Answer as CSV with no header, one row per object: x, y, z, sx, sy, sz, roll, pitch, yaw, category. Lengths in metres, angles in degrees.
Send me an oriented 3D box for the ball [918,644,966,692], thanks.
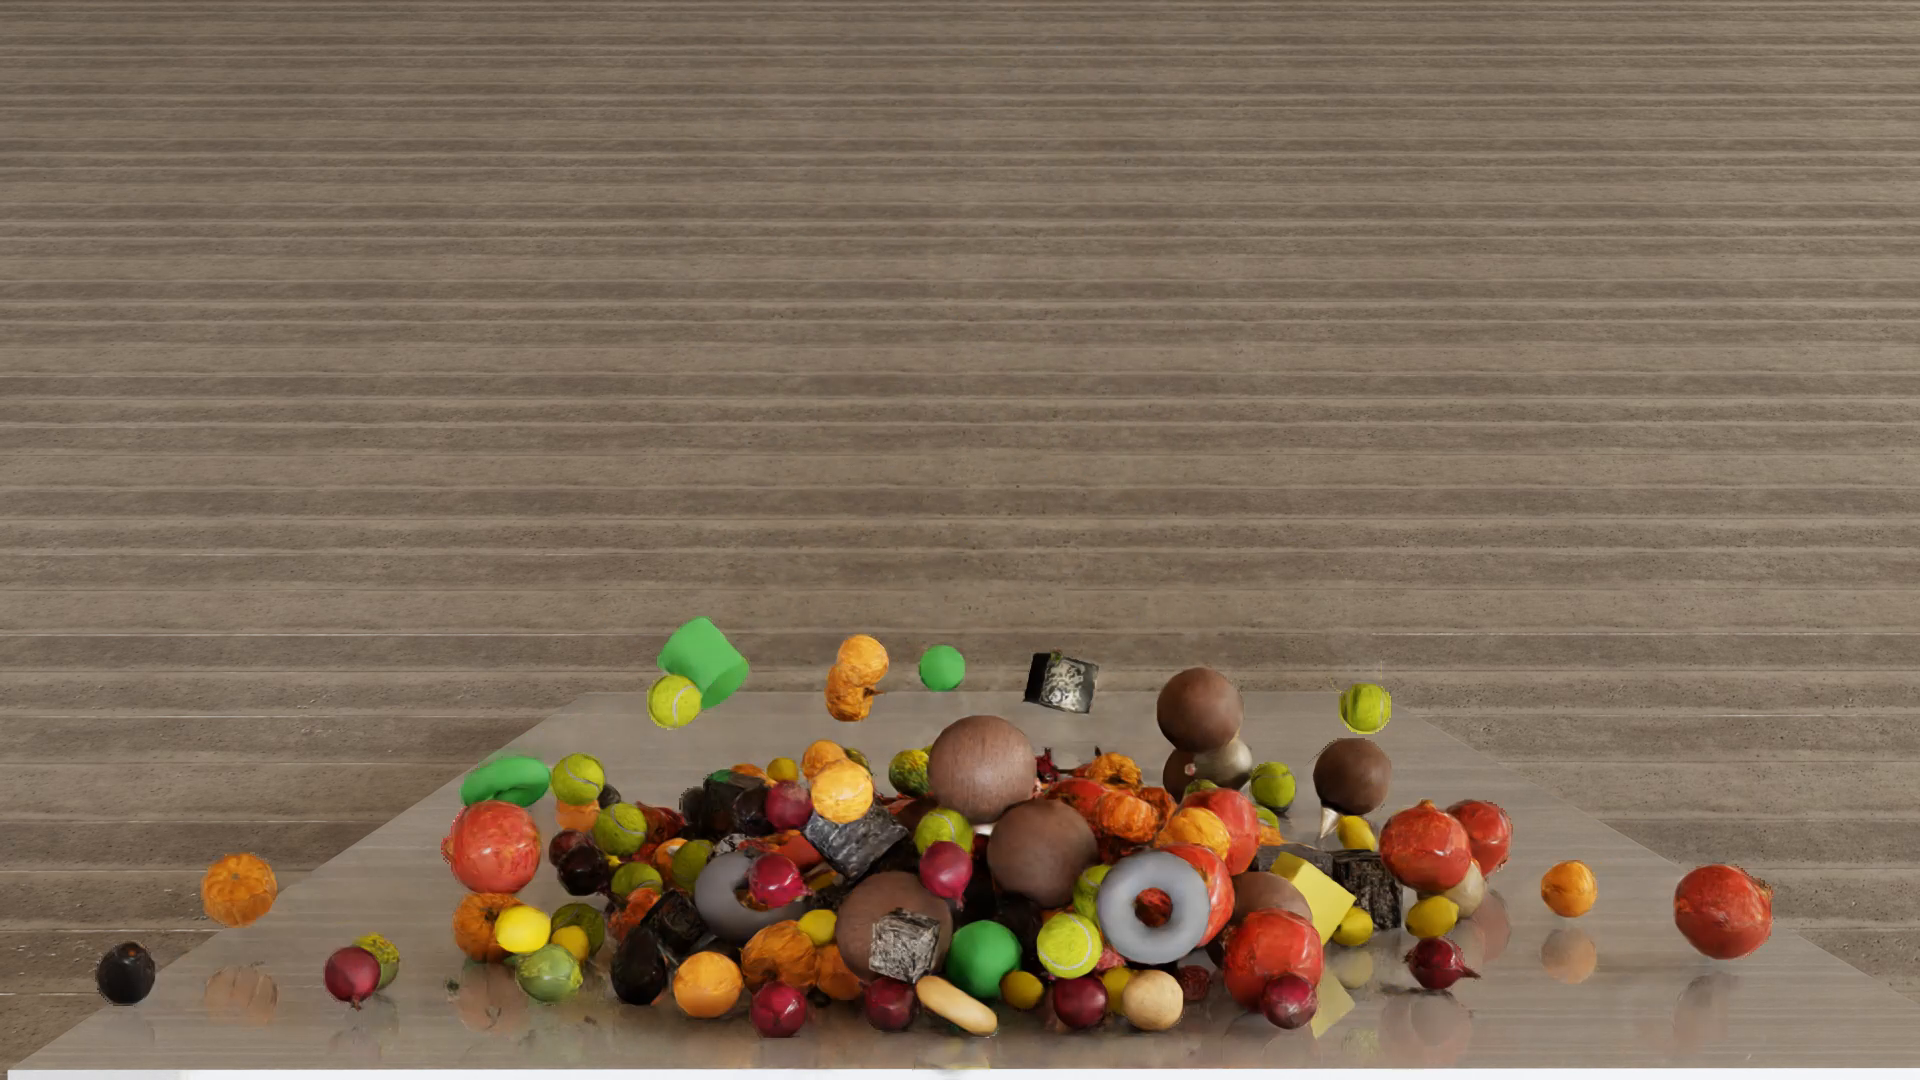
-0.024,0.172,3.453,0.063,0.063,0.063,0,24,0,ball

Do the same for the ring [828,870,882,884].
-0.147,0.474,3.615,0.077,0.026,0.077,1,1,0,ring

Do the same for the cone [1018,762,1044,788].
0.079,0.394,3.756,0.100,0.100,0.100,-3,40,-6,cone

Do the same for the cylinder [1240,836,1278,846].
0.426,0.455,3.677,0.057,0.057,0.057,13,7,27,cylinder

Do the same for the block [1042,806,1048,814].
0.093,0.394,3.568,0.051,0.051,0.051,1,-10,10,block

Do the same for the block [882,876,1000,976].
-0.018,0.452,2.999,0.094,0.094,0.094,-13,-4,31,block

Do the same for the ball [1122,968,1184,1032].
0.203,0.485,2.712,0.066,0.066,0.066,0,24,0,ball

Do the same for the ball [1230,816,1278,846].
0.435,0.445,3.807,0.070,0.070,0.070,0,24,0,ball

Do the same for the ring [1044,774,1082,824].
0.156,0.412,3.886,0.040,0.121,0.121,1,24,-11,ring

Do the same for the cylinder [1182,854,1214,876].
0.313,0.456,3.479,0.052,0.052,0.052,3,64,-6,cylinder

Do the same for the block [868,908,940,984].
-0.058,0.427,2.714,0.053,0.053,0.053,15,18,24,block

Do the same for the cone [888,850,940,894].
-0.076,0.472,3.528,0.075,0.075,0.075,11,59,-19,cone

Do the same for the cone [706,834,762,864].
-0.267,0.418,3.224,0.077,0.077,0.077,-10,59,17,cone

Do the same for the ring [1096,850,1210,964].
0.203,0.386,2.706,0.120,0.120,0.040,3,-5,7,ring

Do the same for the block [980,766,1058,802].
0.097,0.420,4.210,0.091,0.091,0.091,-1,2,-30,block

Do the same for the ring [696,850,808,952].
-0.243,0.420,3.008,0.139,0.046,0.139,16,38,-13,ring

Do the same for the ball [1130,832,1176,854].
0.237,0.388,3.162,0.058,0.058,0.058,0,24,0,ball

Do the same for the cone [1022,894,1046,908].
0.101,0.467,3.380,0.051,0.051,0.051,-20,14,5,cone

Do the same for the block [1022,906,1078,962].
0.108,0.472,3.091,0.059,0.059,0.059,0,-3,-8,block

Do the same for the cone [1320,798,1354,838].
0.581,0.445,4.053,0.057,0.057,0.057,26,-2,1,cone

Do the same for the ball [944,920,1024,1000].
0.027,0.468,2.869,0.089,0.089,0.089,0,24,0,ball

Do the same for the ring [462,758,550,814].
-0.645,0.350,3.662,0.128,0.128,0.043,-10,62,-21,ring

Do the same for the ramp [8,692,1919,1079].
0.056,0.504,4.549,2.000,0.100,4.000,0,2,0,ramp

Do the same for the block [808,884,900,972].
-0.127,0.462,3.081,0.086,0.086,0.086,1,2,19,block

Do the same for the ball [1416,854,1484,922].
0.636,0.452,3.342,0.088,0.088,0.088,0,24,0,ball

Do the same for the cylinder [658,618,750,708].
-0.385,0.185,3.878,0.098,0.098,0.098,46,43,18,cylinder

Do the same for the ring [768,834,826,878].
-0.210,0.407,3.292,0.135,0.045,0.135,-34,-3,-2,ring

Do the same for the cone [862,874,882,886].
-0.133,0.480,3.360,0.067,0.067,0.067,-32,37,-28,cone

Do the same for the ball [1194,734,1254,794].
0.409,0.348,3.999,0.094,0.094,0.094,0,24,0,ball

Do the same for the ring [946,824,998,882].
0.028,0.414,3.426,0.109,0.036,0.109,-32,23,15,ring

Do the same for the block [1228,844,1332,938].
0.408,0.447,3.293,0.100,0.100,0.100,-1,2,-17,block

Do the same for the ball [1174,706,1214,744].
0.389,0.308,4.282,0.065,0.065,0.065,0,24,0,ball

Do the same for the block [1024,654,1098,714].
0.151,0.214,3.850,0.073,0.073,0.073,16,-8,-25,block

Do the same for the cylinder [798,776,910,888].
-0.128,0.351,3.101,0.096,0.096,0.096,46,39,9,cylinder

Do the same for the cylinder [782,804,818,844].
-0.225,0.438,3.905,0.074,0.074,0.074,0,23,-19,cylinder

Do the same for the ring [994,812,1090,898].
0.098,0.379,3.091,0.116,0.116,0.039,3,27,7,ring

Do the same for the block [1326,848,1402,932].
0.507,0.451,3.320,0.089,0.089,0.089,0,2,-26,block

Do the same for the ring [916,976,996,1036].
-0.004,0.488,2.699,0.095,0.032,0.095,31,-7,4,ring

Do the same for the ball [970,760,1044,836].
0.059,0.326,3.248,0.095,0.095,0.095,0,24,0,ball

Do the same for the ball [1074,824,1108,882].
0.167,0.443,3.645,0.083,0.083,0.083,0,24,0,ball

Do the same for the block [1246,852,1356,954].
0.419,0.444,3.167,0.081,0.081,0.081,37,-7,-12,block

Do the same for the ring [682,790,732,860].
-0.351,0.420,3.674,0.048,0.143,0.143,-29,33,-15,ring

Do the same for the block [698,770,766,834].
-0.315,0.362,3.565,0.066,0.066,0.066,12,9,12,block

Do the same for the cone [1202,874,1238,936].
0.289,0.470,3.214,0.082,0.082,0.082,-19,30,-38,cone
